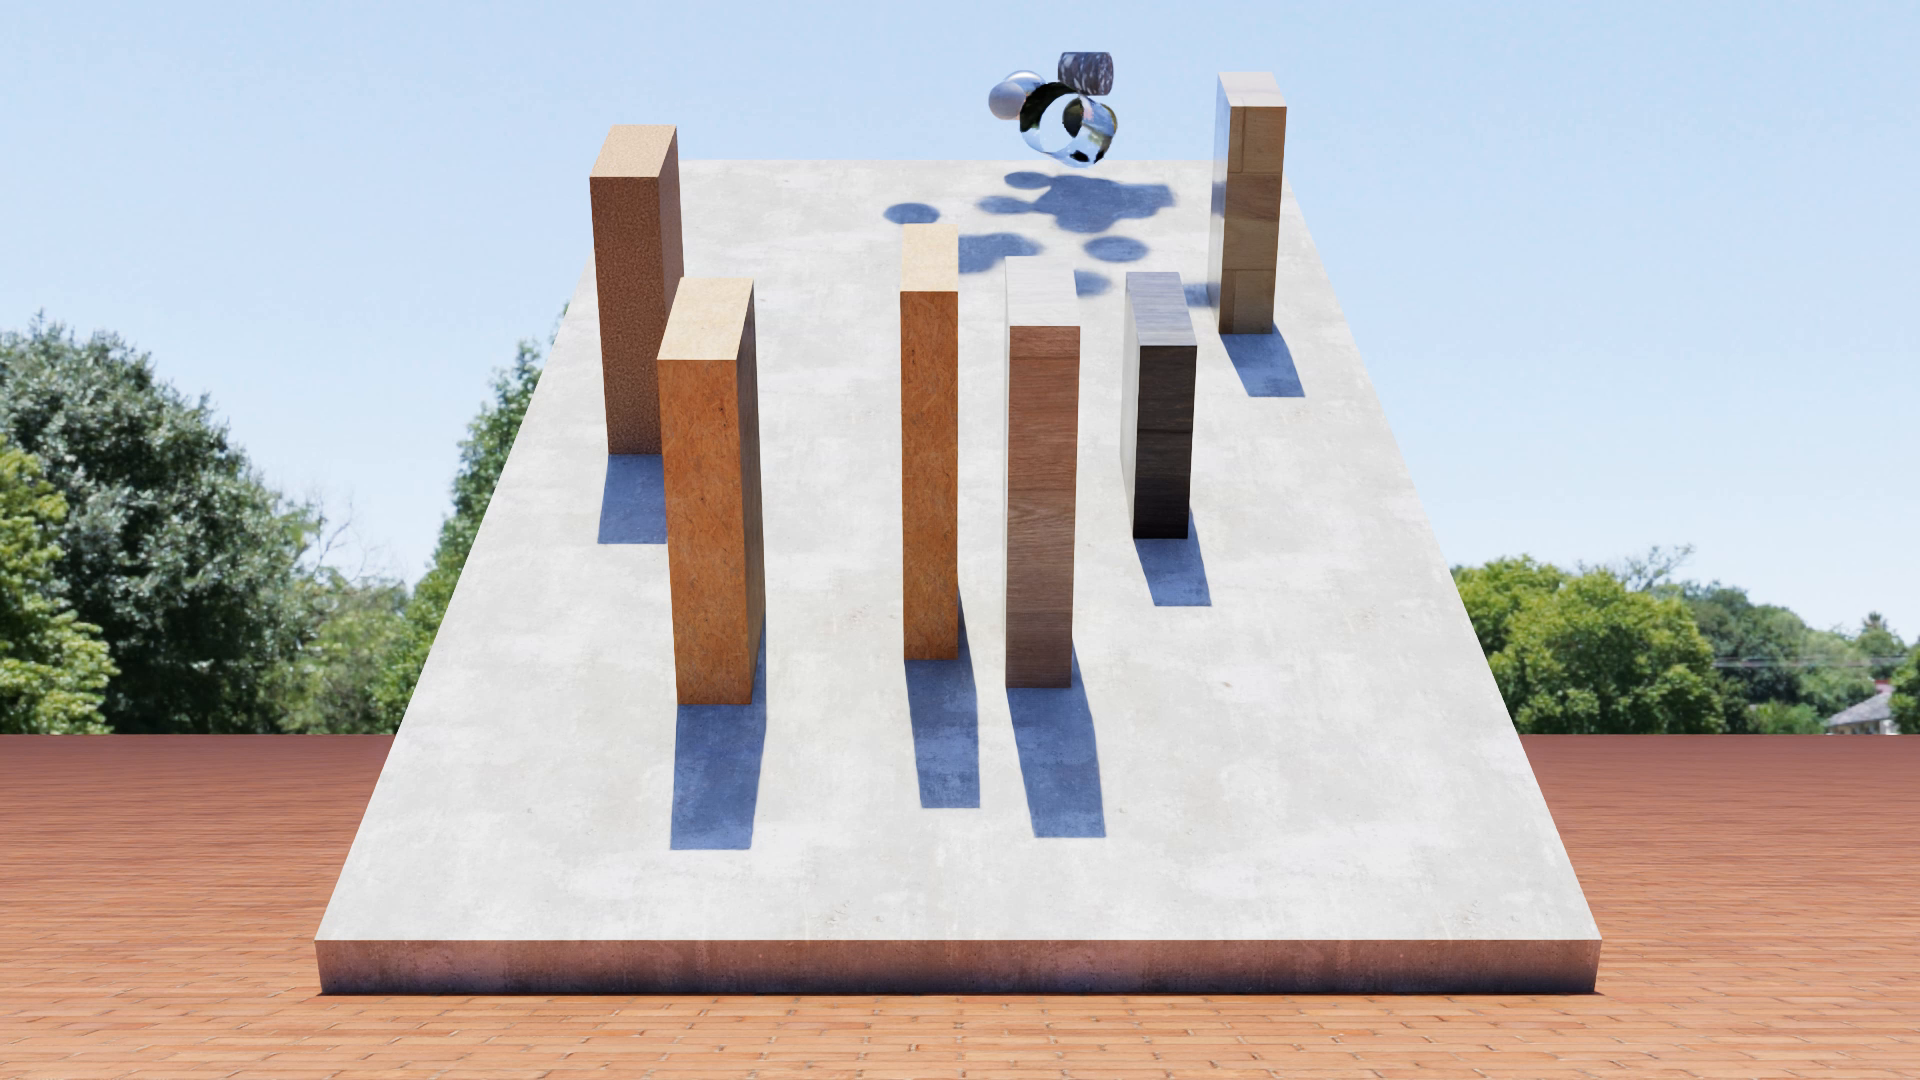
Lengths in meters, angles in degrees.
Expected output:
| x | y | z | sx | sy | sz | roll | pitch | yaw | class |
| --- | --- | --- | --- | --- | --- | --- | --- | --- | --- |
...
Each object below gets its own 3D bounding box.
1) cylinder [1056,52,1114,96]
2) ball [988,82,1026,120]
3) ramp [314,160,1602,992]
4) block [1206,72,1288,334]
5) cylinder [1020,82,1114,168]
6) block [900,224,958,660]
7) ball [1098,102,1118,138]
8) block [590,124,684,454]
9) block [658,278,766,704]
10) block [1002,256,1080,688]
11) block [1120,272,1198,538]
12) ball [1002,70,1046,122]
| x | y | z | sx | sy | sz | roll | pitch | yaw | class |
| --- | --- | --- | --- | --- | --- | --- | --- | --- | --- |
| 0.372 | -1.382 | 7.005 | 0.130 | 0.130 | 0.130 | 5 | -2 | 24 | cylinder |
| 0.137 | -1.279 | 6.884 | 0.113 | 0.113 | 0.113 | 0 | -5 | 0 | ball |
| -0.010 | -0.228 | 5.483 | 2.000 | 0.100 | 4.000 | 0 | 27 | 0 | ramp |
| 0.719 | -0.851 | 5.966 | 0.136 | 0.587 | 0.308 | 0 | 27 | 0 | block |
| 0.311 | -1.208 | 6.896 | 0.207 | 0.207 | 0.207 | -2 | -6 | 28 | cylinder |
| -0.056 | -0.185 | 4.458 | 0.102 | 0.739 | 0.360 | 0 | 27 | 0 | block |
| 0.404 | -1.239 | 7.045 | 0.131 | 0.131 | 0.131 | 0 | -5 | 0 | ball |
| -0.714 | -0.566 | 5.322 | 0.146 | 0.646 | 0.383 | 0 | 27 | 0 | block |
| -0.448 | -0.092 | 4.338 | 0.134 | 0.678 | 0.400 | 0 | 27 | 0 | block |
| 0.144 | -0.125 | 4.365 | 0.122 | 0.715 | 0.349 | 0 | 27 | 0 | block |
| 0.416 | -0.292 | 5.017 | 0.115 | 0.433 | 0.427 | 0 | 27 | 0 | block |
| 0.192 | -1.335 | 7.102 | 0.153 | 0.153 | 0.153 | 0 | -5 | 0 | ball |
